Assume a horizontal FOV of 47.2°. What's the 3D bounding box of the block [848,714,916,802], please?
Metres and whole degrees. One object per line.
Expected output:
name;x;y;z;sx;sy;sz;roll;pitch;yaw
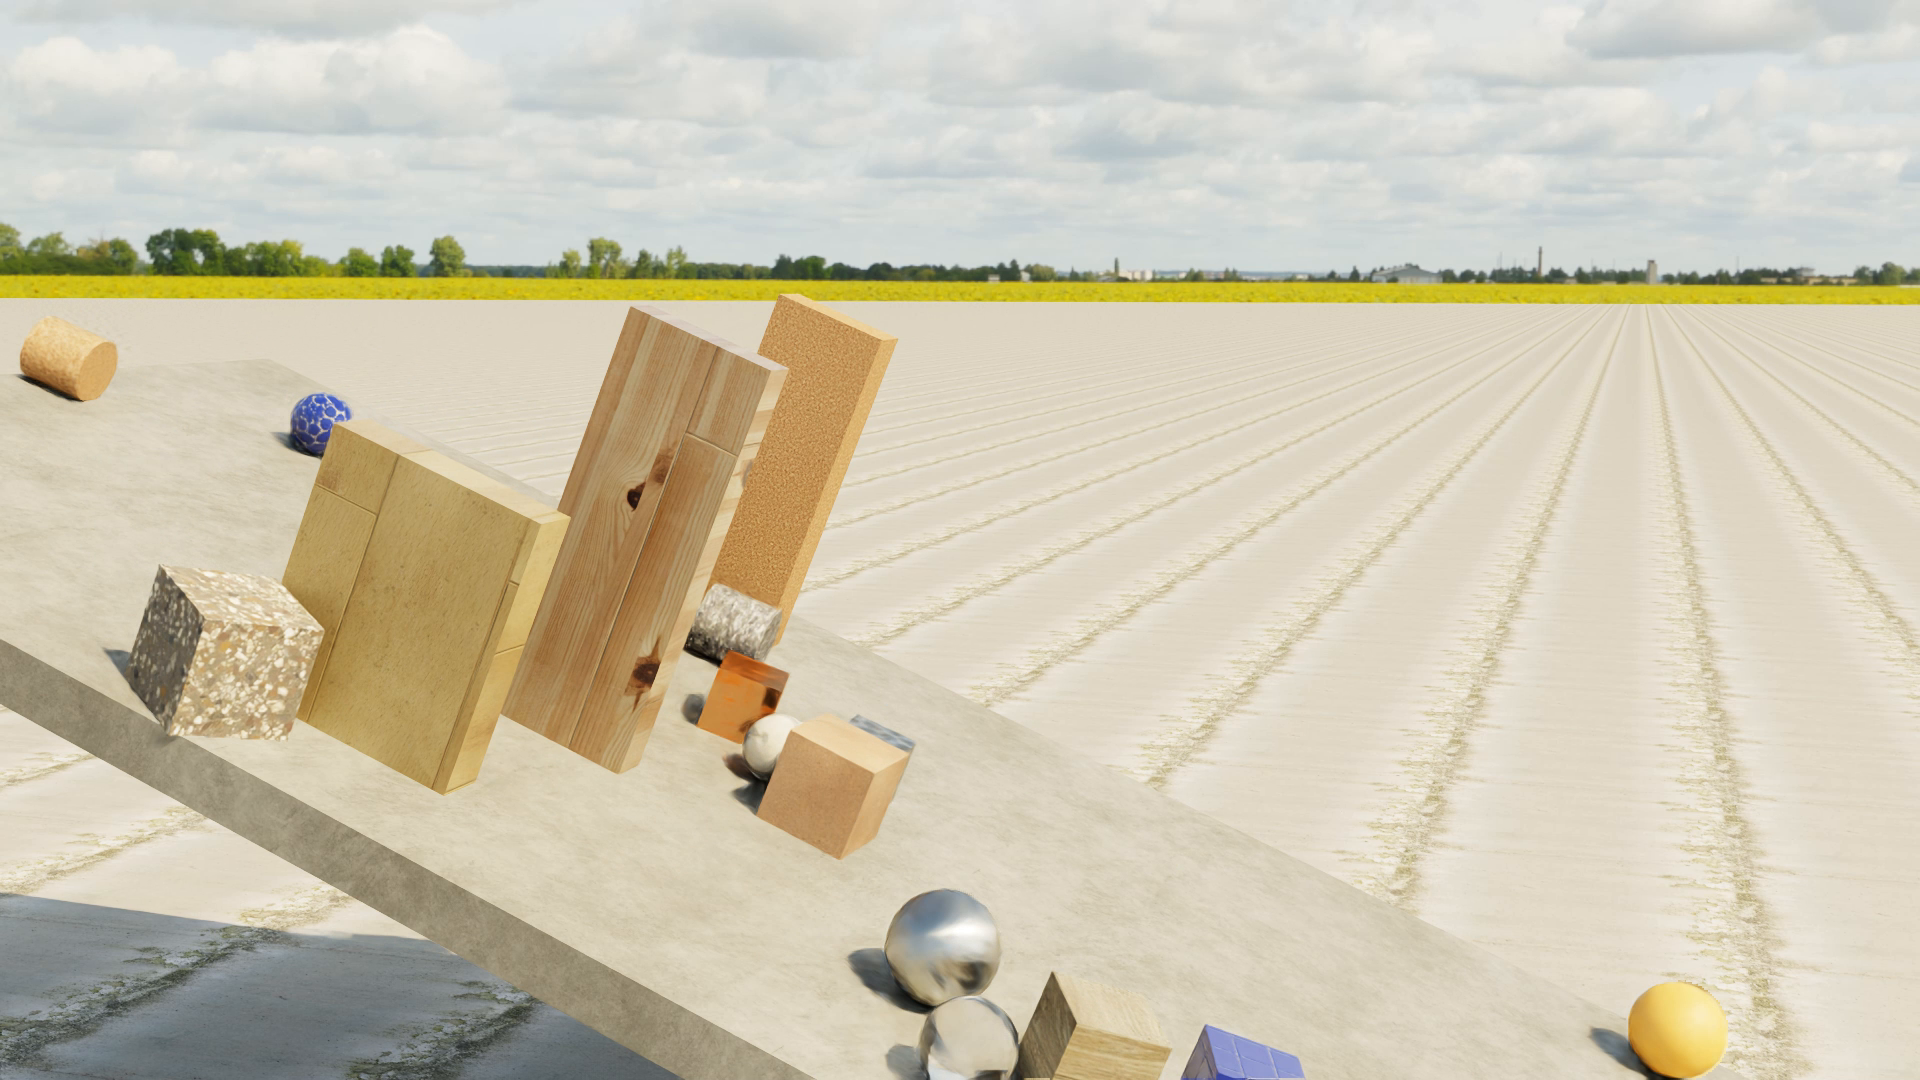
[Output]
block;-0.181;0.435;4.244;0.130;0.130;0.130;24;13;9

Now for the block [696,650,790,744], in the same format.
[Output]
block;-0.425;0.315;4.326;0.130;0.130;0.130;22;13;-2

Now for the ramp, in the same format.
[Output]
ramp;-0.299;0.527;4.190;4.000;0.100;2.000;25;13;13

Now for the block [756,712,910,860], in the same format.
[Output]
block;-0.231;0.446;4.008;0.176;0.176;0.176;26;13;15

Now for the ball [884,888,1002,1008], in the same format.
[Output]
ball;-0.026;0.649;3.499;0.187;0.187;0.187;0;7;0

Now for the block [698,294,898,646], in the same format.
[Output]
block;-0.400;-0.149;4.864;0.254;0.747;0.111;25;13;13

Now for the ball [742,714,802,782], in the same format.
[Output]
ball;-0.343;0.393;4.139;0.132;0.132;0.132;0;7;0

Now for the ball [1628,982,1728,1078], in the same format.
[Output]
ball;1.470;1.005;4.508;0.194;0.194;0.194;0;7;0

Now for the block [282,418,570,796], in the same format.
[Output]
block;-0.903;0.107;3.584;0.395;0.485;0.101;25;13;13

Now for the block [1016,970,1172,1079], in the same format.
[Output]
block;0.202;0.787;3.373;0.160;0.160;0.160;18;13;-17

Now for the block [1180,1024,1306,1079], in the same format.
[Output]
block;0.430;0.876;3.390;0.159;0.159;0.159;21;13;-6

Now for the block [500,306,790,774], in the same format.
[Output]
block;-0.575;0.002;3.887;0.282;0.780;0.083;25;13;13

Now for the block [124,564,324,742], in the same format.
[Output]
block;-1.169;0.180;3.491;0.198;0.198;0.198;9;18;-44

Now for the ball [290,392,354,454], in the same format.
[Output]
ball;-1.444;-0.264;4.973;0.140;0.140;0.140;0;7;0

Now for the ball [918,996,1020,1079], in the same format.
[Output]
ball;0.013;0.748;3.241;0.151;0.151;0.151;0;7;0
